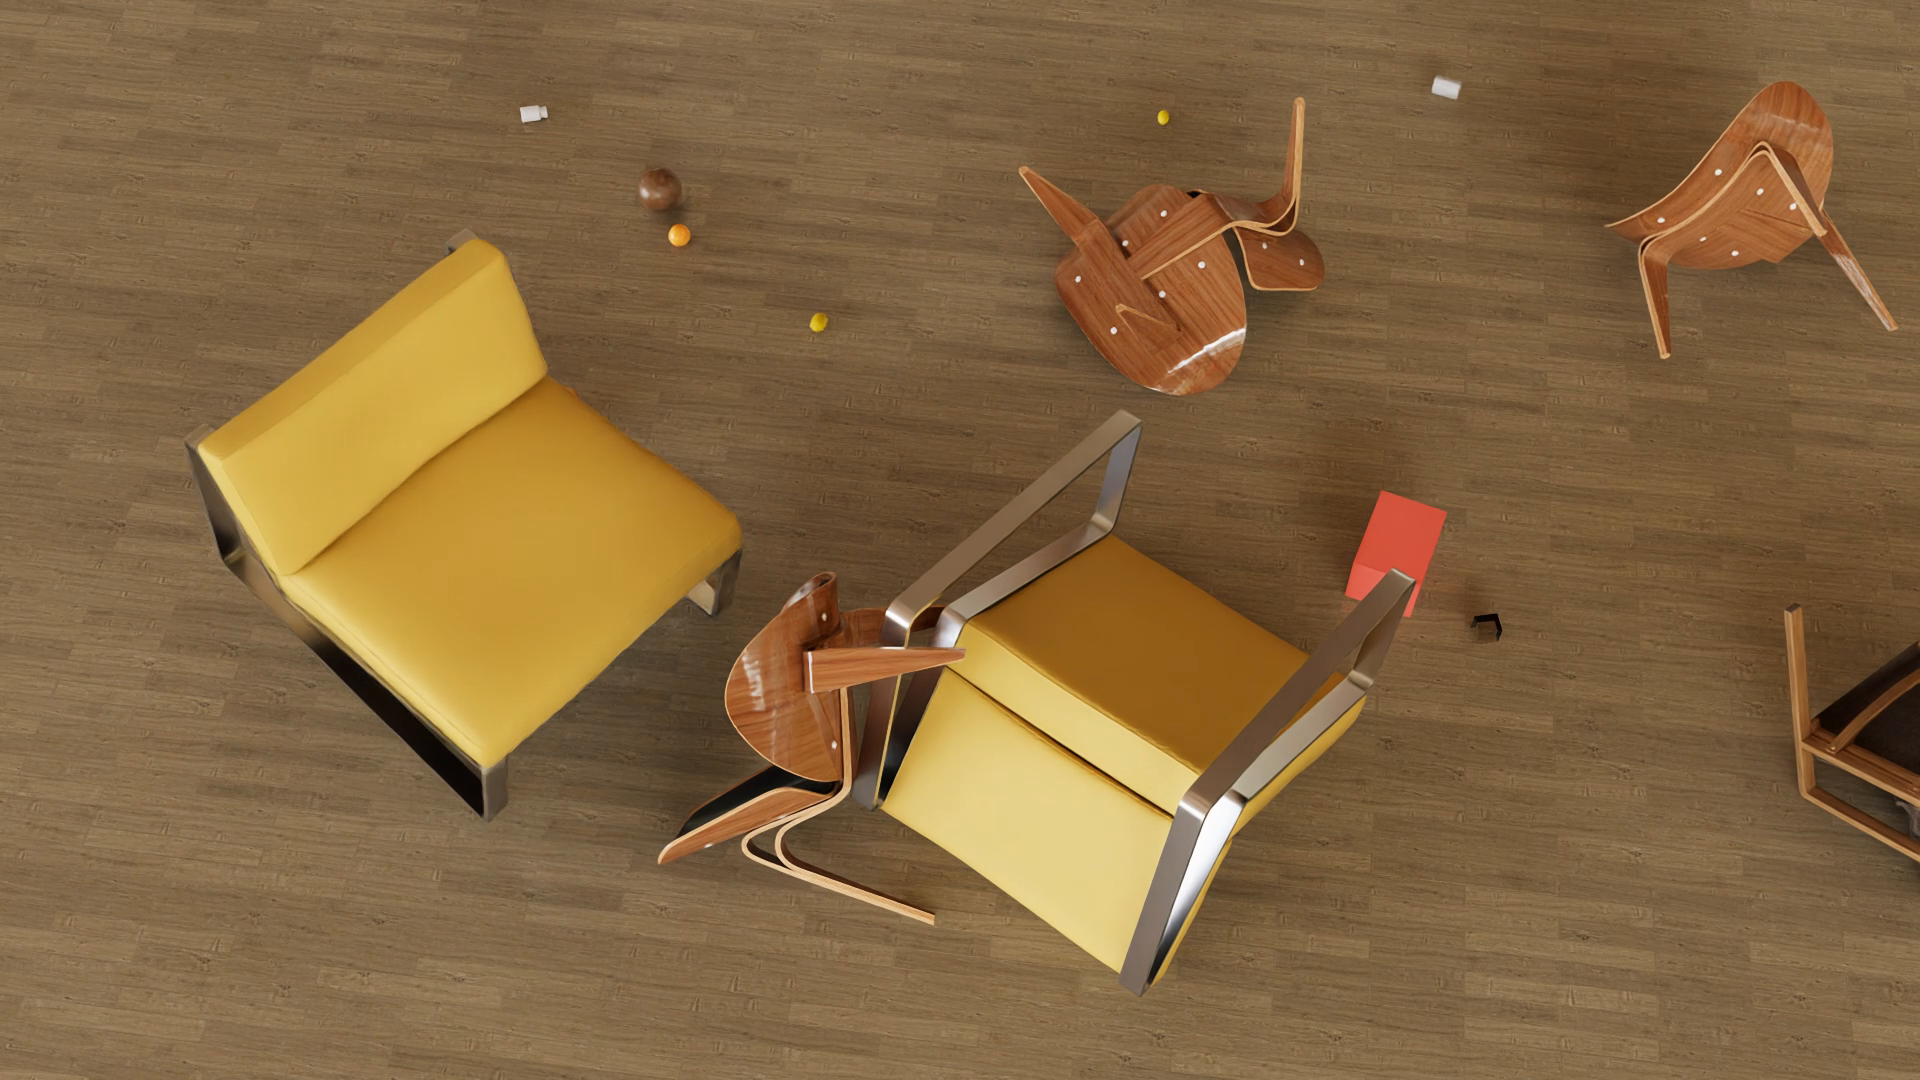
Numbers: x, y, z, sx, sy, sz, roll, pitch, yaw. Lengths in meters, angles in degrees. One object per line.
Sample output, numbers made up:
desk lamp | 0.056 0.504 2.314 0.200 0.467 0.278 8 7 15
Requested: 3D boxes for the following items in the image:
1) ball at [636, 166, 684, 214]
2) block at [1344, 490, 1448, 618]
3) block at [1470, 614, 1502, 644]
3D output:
ball | -0.990 -1.155 7.257 0.152 0.152 0.152 0 56 0
block | 1.277 0.040 6.441 0.199 0.176 0.276 20 58 13
block | 1.522 0.258 6.361 0.068 0.066 0.058 -6 56 -4
